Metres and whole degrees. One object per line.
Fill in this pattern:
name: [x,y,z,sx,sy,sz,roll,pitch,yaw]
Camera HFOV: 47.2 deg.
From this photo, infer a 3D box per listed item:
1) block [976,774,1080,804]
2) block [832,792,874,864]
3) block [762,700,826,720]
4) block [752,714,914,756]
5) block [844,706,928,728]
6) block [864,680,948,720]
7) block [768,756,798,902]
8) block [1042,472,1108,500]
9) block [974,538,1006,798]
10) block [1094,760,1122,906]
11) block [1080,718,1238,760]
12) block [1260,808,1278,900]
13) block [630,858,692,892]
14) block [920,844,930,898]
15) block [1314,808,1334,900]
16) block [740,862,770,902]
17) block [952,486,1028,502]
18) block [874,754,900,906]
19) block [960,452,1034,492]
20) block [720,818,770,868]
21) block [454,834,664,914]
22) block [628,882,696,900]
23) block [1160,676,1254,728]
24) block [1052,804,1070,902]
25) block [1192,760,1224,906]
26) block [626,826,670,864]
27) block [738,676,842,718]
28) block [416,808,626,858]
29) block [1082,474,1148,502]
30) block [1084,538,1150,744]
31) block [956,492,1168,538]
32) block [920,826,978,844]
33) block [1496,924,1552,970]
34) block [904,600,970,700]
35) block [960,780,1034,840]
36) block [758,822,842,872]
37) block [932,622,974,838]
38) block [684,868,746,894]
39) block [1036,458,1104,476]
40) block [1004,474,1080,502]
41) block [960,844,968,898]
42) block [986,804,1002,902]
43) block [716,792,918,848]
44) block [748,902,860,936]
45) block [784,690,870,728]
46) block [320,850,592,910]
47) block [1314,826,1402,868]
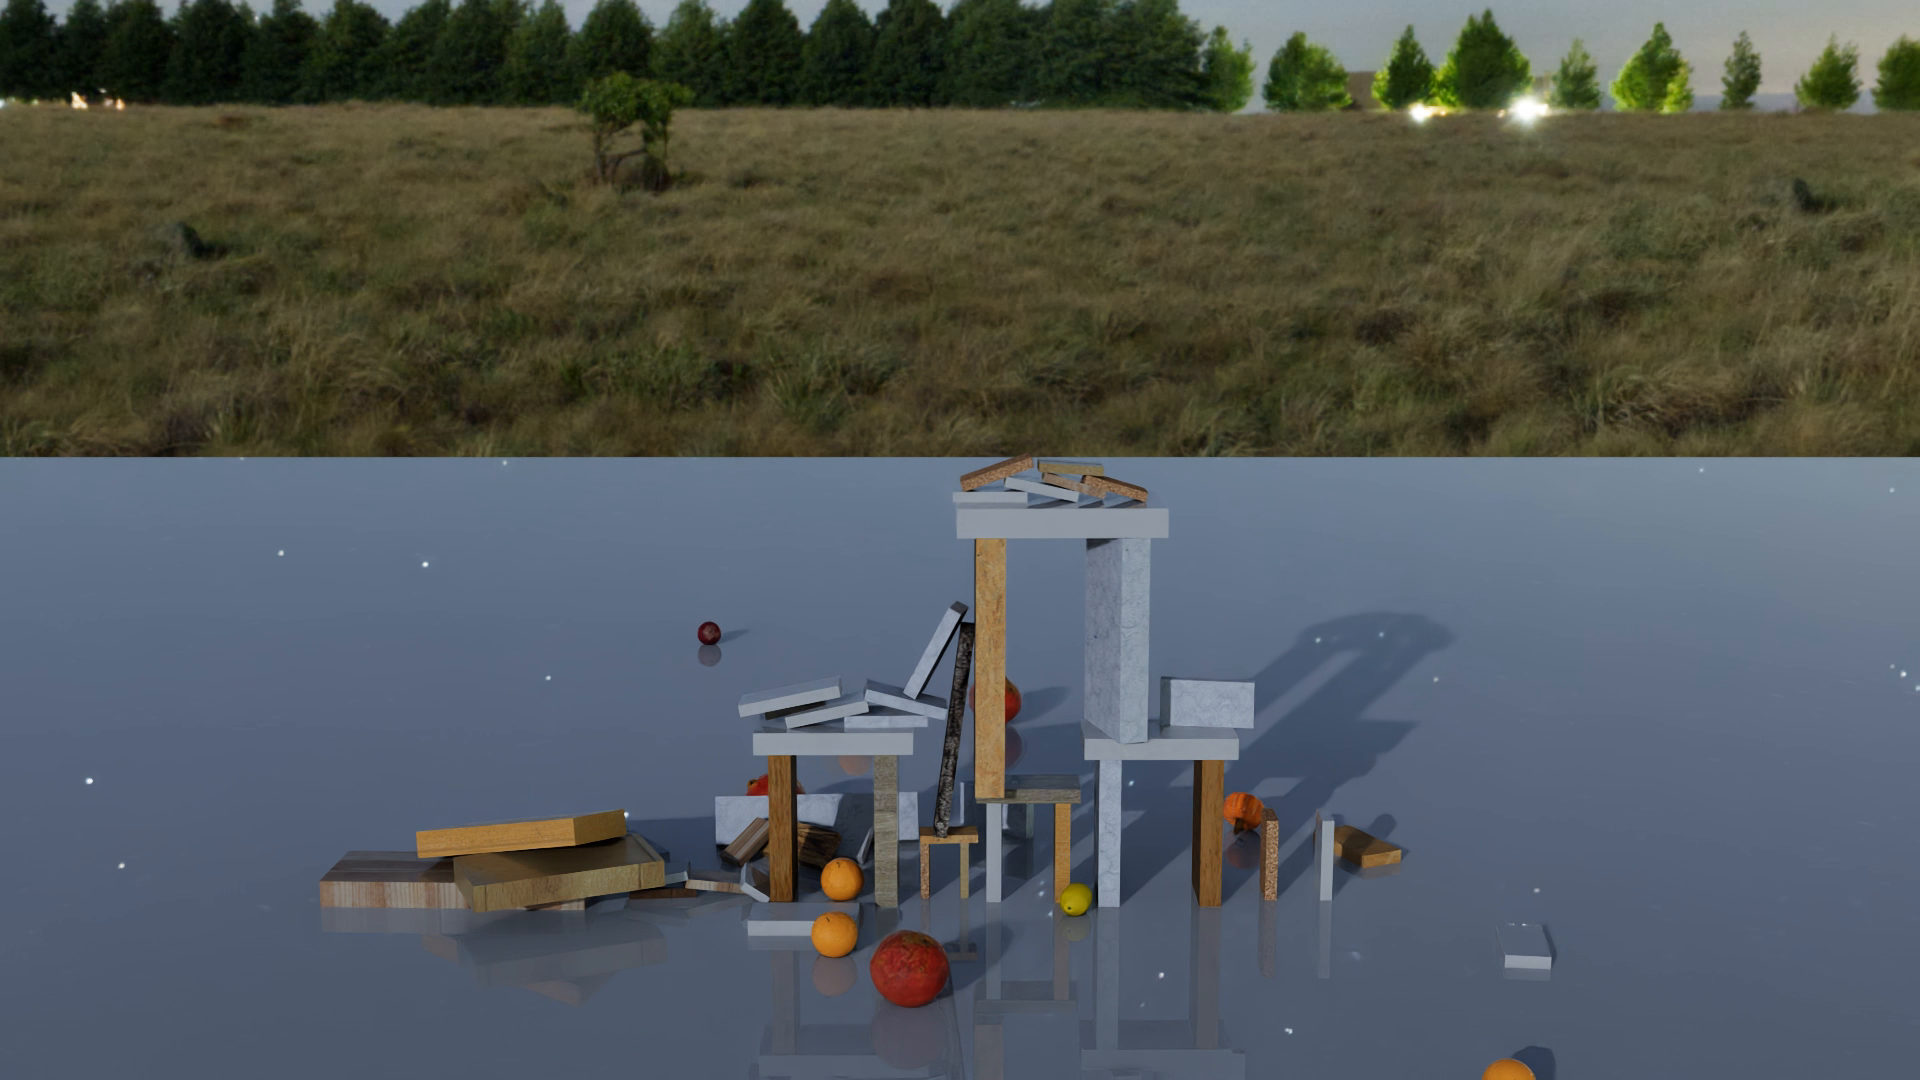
block: [0.112,0.411,3.634,0.170,0.024,0.085,0,11,0]
block: [-0.186,0.505,3.865,0.069,0.020,0.138,3,46,16]
block: [-0.275,0.272,3.612,0.101,0.014,0.050,-14,11,-11]
block: [-0.206,0.318,3.618,0.258,0.037,0.129,0,11,-1]
block: [-0.122,0.290,3.617,0.136,0.019,0.068,0,11,-2]
block: [-0.090,0.262,3.606,0.136,0.019,0.068,15,10,-6]
block: [-0.293,0.463,3.647,0.037,0.258,0.129,0,11,0]
block: [0.184,-0.091,3.545,0.104,0.015,0.052,16,10,-3]
block: [0.048,0.192,3.589,0.047,0.424,0.167,0,11,0]
block: [0.244,0.468,3.646,0.035,0.249,0.125,0,11,0]
block: [0.326,0.328,3.620,0.249,0.035,0.125,0,11,0]
block: [0.514,0.522,3.658,0.019,0.137,0.068,0,11,0]
block: [-0.505,0.558,3.657,0.111,0.016,0.055,-11,14,1]
block: [-0.058,0.543,3.661,0.014,0.095,0.048,0,11,1]
block: [0.605,0.522,3.658,0.019,0.137,0.068,0,11,0]
block: [-0.340,0.571,3.658,0.050,0.014,0.101,34,6,-9]
block: [0.048,-0.074,3.551,0.120,0.017,0.060,0,11,0]
block: [-0.121,0.463,3.647,0.037,0.258,0.129,0,11,0]
block: [0.059,-0.110,3.543,0.120,0.017,0.060,-19,10,3]
block: [-0.368,0.527,3.840,0.050,0.014,0.101,10,43,42]
block: [-0.653,0.540,3.579,0.310,0.044,0.155,-5,11,-24]
block: [-0.496,0.582,3.672,0.111,0.016,0.055,-1,11,-6]
block: [0.408,0.268,3.633,0.154,0.077,0.022,2,11,9]
block: [0.169,0.507,3.653,0.024,0.170,0.085,0,11,0]
block: [0.410,0.468,3.646,0.035,0.249,0.125,0,11,0]
block: [-0.586,0.543,3.857,0.086,0.024,0.172,-7,13,-33]
block: [-0.277,0.256,3.605,0.166,0.020,0.069,-11,11,2]
block: [-0.733,0.490,3.674,0.310,0.044,0.155,-8,-4,23]
block: [0.250,-0.087,3.548,0.103,0.015,0.052,16,10,-4]
block: [0.255,0.147,3.580,0.047,0.334,0.167,-3,11,-16]
block: [0.161,-0.041,3.551,0.334,0.047,0.167,0,11,-1]
block: [-0.019,0.490,3.651,0.095,0.014,0.048,-1,11,-3]
block: [0.872,0.629,3.407,0.068,0.019,0.137,1,11,8]
block: [-0.039,0.180,3.610,0.023,0.161,0.081,29,11,5]
block: [0.067,0.489,4.000,0.154,0.077,0.022,9,14,39]
block: [-0.278,0.529,3.827,0.138,0.020,0.069,8,56,35]
block: [-0.010,0.312,3.618,0.023,0.347,0.081,8,10,-1]
block: [-0.406,0.570,3.679,0.111,0.016,0.055,8,10,-14]
block: [0.178,-0.117,3.540,0.104,0.015,0.052,4,11,-2]
block: [0.131,-0.086,3.549,0.120,0.017,0.060,12,10,-2]
block: [0.007,0.543,3.662,0.014,0.095,0.048,0,11,-1]
block: [0.056,0.506,3.655,0.024,0.170,0.085,0,11,0]
block: [-0.255,0.498,3.924,0.359,0.086,0.024,-1,-18,-5]
block: [-0.249,0.606,3.516,0.172,0.024,0.086,0,11,1]
block: [-0.218,0.278,3.607,0.136,0.019,0.068,-12,11,0]
block: [-0.828,0.567,3.671,0.436,0.044,0.155,0,11,2]
block: [0.700,0.540,3.878,0.077,0.022,0.154,-5,12,-25]
